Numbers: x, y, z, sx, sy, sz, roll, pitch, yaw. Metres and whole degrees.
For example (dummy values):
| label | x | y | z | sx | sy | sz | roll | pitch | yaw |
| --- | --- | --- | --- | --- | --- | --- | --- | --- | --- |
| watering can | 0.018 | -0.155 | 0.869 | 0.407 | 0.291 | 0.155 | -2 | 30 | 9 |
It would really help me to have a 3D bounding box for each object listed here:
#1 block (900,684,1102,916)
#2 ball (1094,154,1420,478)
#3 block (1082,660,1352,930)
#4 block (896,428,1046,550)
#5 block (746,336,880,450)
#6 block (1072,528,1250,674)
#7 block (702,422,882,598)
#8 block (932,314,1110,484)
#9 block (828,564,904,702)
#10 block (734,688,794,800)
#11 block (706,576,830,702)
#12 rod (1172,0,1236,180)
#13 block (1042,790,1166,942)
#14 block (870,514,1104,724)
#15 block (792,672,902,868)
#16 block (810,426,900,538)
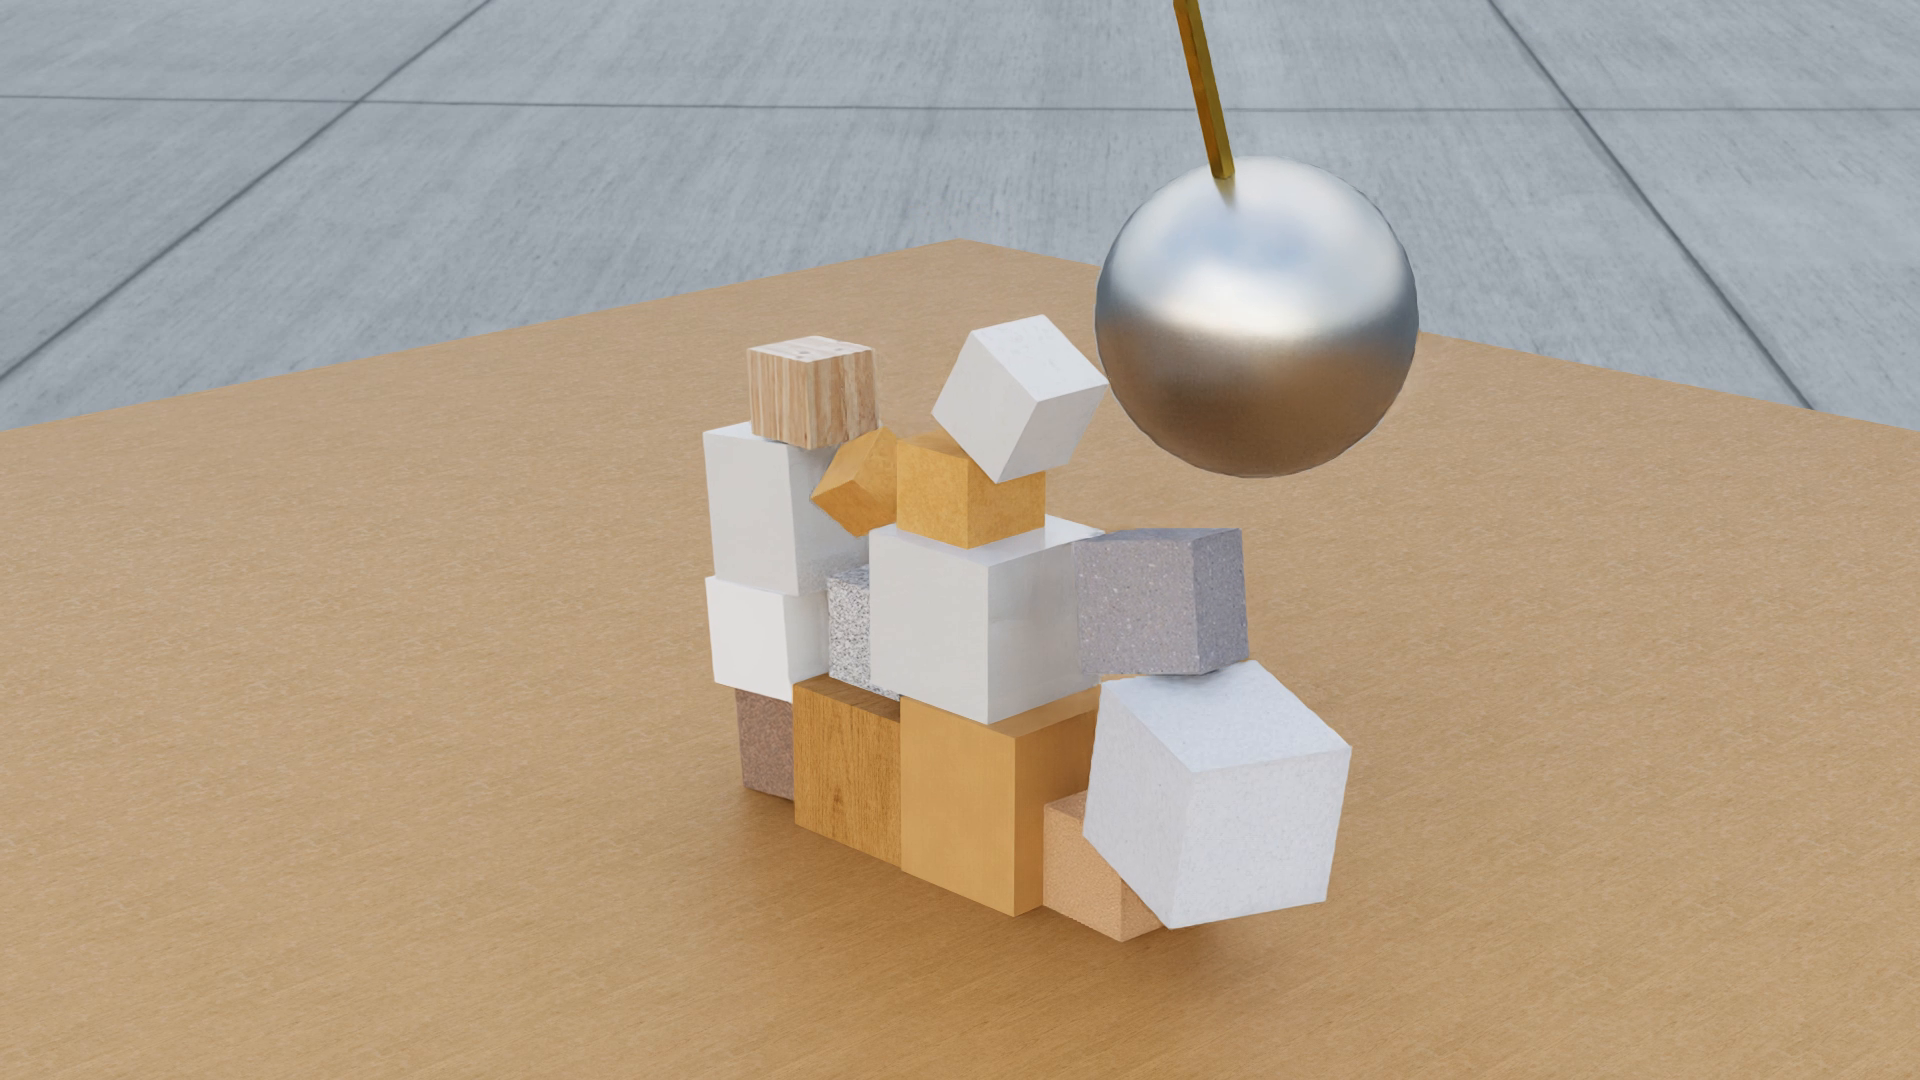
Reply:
| label | x | y | z | sx | sy | sz | roll | pitch | yaw |
| --- | --- | --- | --- | --- | --- | --- | --- | --- | --- |
| block | 0.261 | 1.110 | 13.396 | 0.781 | 0.850 | 0.720 | -17 | 24 | -42 |
| ball | 1.467 | -1.103 | 14.532 | 1.600 | 1.600 | 1.600 | 0 | 17 | 0 |
| block | 1.066 | 1.056 | 12.321 | 0.753 | 0.743 | 0.781 | -7 | 28 | -25 |
| block | 0.049 | -0.253 | 13.189 | 0.496 | 0.410 | 0.455 | -17 | 24 | -42 |
| block | -0.691 | -0.698 | 13.797 | 0.406 | 0.411 | 0.465 | -14 | 19 | -38 |
| block | 0.865 | 0.259 | 12.584 | 0.563 | 0.568 | 0.484 | -1 | 6 | 31 |
| block | -0.781 | -0.188 | 14.156 | 0.608 | 0.732 | 0.612 | -17 | 19 | -42 |
| block | 0.262 | -0.622 | 12.865 | 0.456 | 0.485 | 0.469 | -17 | 55 | -42 |
| block | -0.303 | 0.416 | 13.816 | 0.418 | 0.500 | 0.482 | -17 | 24 | -42 |
| block | -0.734 | 0.945 | 14.392 | 0.522 | 0.522 | 0.476 | 10 | 19 | 44 |
| block | -0.826 | 0.424 | 14.329 | 0.544 | 0.530 | 0.586 | -16 | 18 | -41 |
| rod | 0.636 | -3.898 | 12.783 | 0.080 | 5.200 | 0.080 | 17 | 44 | 42 |
| block | 0.736 | 1.412 | 13.043 | 0.527 | 0.485 | 0.510 | -14 | 22 | -38 |
| block | 0.120 | 0.307 | 13.311 | 0.746 | 0.733 | 0.751 | -17 | 24 | -42 |
| block | -0.245 | 1.013 | 13.935 | 0.794 | 0.711 | 0.745 | -17 | 24 | -42 |
| block | -0.412 | -0.265 | 13.471 | 0.364 | 0.296 | 0.333 | -22 | 33 | 52 |
